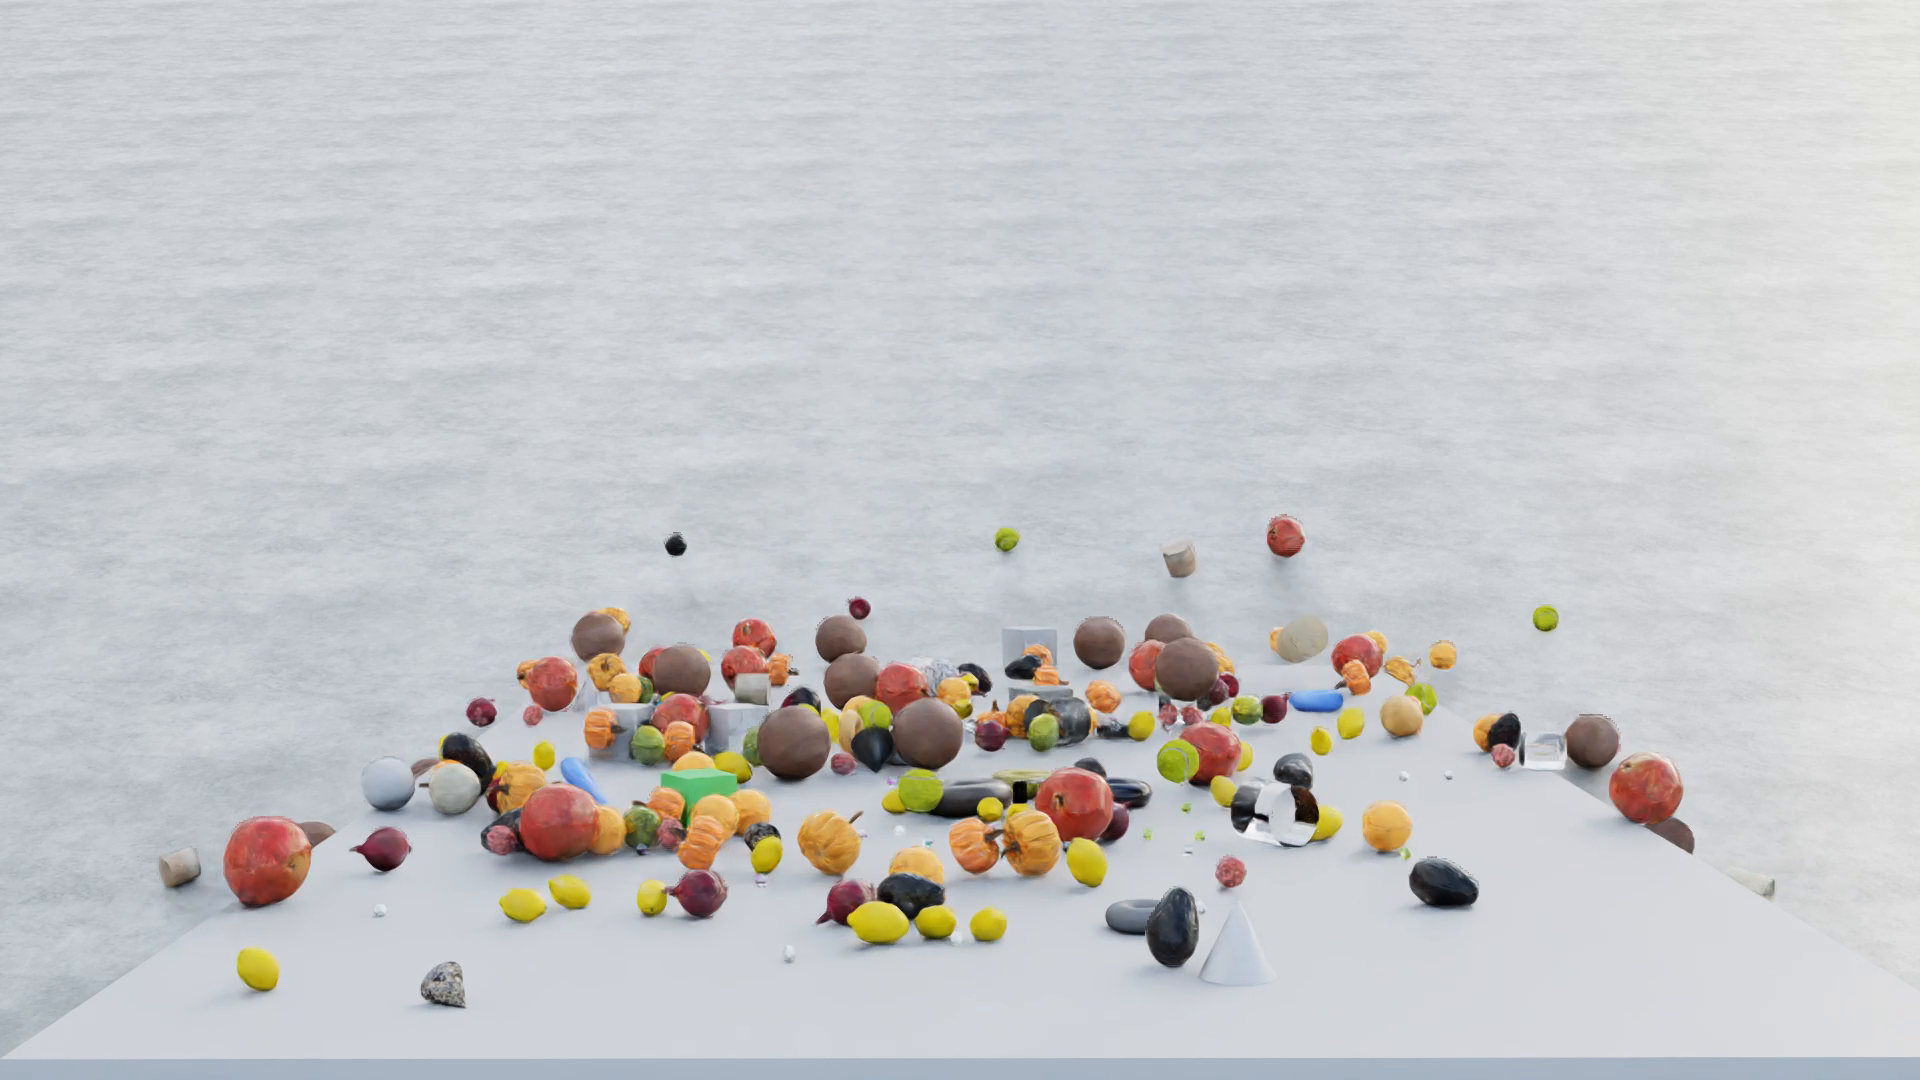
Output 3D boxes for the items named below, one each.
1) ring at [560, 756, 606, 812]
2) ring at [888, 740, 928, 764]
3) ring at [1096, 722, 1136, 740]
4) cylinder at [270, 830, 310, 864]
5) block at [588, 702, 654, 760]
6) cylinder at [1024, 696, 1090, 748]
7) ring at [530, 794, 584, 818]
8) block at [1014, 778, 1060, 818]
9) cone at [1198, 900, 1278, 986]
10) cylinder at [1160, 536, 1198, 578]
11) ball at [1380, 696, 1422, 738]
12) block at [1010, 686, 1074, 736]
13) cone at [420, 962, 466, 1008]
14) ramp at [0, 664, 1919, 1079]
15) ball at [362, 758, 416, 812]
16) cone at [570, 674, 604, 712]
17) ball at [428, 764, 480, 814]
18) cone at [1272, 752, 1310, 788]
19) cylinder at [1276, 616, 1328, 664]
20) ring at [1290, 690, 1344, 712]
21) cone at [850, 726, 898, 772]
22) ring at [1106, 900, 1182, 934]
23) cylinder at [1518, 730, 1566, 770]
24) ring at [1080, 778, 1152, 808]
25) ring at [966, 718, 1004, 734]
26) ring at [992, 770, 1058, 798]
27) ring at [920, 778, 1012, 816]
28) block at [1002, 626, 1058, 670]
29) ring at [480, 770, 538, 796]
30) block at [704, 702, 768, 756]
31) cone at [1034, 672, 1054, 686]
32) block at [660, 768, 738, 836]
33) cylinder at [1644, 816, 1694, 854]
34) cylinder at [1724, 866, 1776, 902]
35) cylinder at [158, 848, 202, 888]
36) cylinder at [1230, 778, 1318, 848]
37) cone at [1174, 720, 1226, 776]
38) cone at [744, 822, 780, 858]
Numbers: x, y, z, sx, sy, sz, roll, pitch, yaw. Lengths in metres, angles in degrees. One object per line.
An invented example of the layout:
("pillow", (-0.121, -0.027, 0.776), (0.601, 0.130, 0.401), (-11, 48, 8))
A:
("ring", (-0.599, 0.389, 4.088), (0.034, 0.102, 0.102), (-35, 29, -6))
("ring", (-0.114, 0.388, 4.703), (0.109, 0.036, 0.109), (1, 3, 0))
("ring", (0.306, 0.375, 5.054), (0.079, 0.026, 0.079), (-2, 3, 0))
("cylinder", (-1.502, 0.691, 5.770), (0.063, 0.063, 0.063), (-21, 26, -41))
("block", (-0.630, 0.356, 4.793), (0.092, 0.092, 0.092), (1, 3, 15))
("cylinder", (0.187, 0.349, 4.930), (0.091, 0.091, 0.091), (-2, 18, -43))
("ring", (-0.639, 0.422, 4.079), (0.087, 0.029, 0.087), (1, 5, 0))
("block", (0.122, 0.409, 4.090), (0.052, 0.052, 0.052), (-3, 4, -44))
("cone", (0.313, 0.448, 2.899), (0.089, 0.089, 0.089), (0, 3, 0))
("cylinder", (0.620, 0.050, 7.265), (0.084, 0.084, 0.084), (-17, 30, 10))
("ball", (0.861, 0.345, 5.025), (0.081, 0.081, 0.081), (0, 22, 0))
("block", (0.162, 0.340, 5.107), (0.091, 0.091, 0.091), (-2, 3, -35))
("cone", (-0.544, 0.488, 2.763), (0.051, 0.051, 0.051), (-18, 40, -37))
("ramp", (0.051, 0.464, 4.534), (2.000, 0.100, 4.000), (0, 3, 0))
("ball", (-0.916, 0.392, 4.121), (0.085, 0.085, 0.085), (0, 22, 0))
("cone", (-0.801, 0.326, 5.545), (0.078, 0.078, 0.078), (0, 3, 0))
("ball", (-0.801, 0.394, 4.075), (0.081, 0.081, 0.081), (0, 22, 0))
("cone", (0.570, 0.407, 4.355), (0.067, 0.067, 0.067), (-3, 36, -8))
("cylinder", (0.807, 0.236, 6.071), (0.093, 0.093, 0.093), (-8, -13, -19))
("ring", (0.768, 0.345, 5.536), (0.116, 0.039, 0.116), (-1, 3, 0))
("cone", (-0.151, 0.392, 4.589), (0.085, 0.085, 0.085), (-2, 30, -5))
("ring", (0.226, 0.464, 3.171), (0.094, 0.031, 0.094), (-1, 2, 0))
("cylinder", (1.039, 0.376, 4.589), (0.068, 0.068, 0.068), (1, 20, 28))
("ring", (0.253, 0.411, 4.181), (0.119, 0.040, 0.119), (1, 2, 0))
("ring", (0.051, 0.372, 5.132), (0.078, 0.026, 0.078), (-1, 3, 0))
("ring", (0.108, 0.406, 4.290), (0.117, 0.039, 0.117), (-1, 1, 0))
("ring", (0.011, 0.410, 4.099), (0.148, 0.049, 0.148), (-4, 1, 0))
("block", (0.176, 0.271, 6.454), (0.100, 0.100, 0.100), (-2, 3, -33))
("ring", (-0.758, 0.408, 4.319), (0.098, 0.033, 0.098), (-1, 3, 0))
("block", (-0.421, 0.356, 4.843), (0.086, 0.086, 0.086), (-2, 3, -37))
("cone", (0.194, 0.336, 5.900), (0.050, 0.050, 0.050), (0, 29, -1))
("block", (-0.399, 0.400, 3.930), (0.087, 0.087, 0.087), (-2, 3, -33))
("cylinder", (1.137, 0.503, 4.164), (0.088, 0.088, 0.088), (-2, 63, 3))
("cylinder", (1.700, 0.763, 5.559), (0.093, 0.093, 0.093), (15, 27, 33))
("cylinder", (-1.725, 0.724, 5.685), (0.068, 0.068, 0.068), (-20, 29, -41))
("cylinder", (0.464, 0.403, 3.798), (0.092, 0.092, 0.092), (-14, 10, -31))
("cone", (0.423, 0.366, 4.555), (0.093, 0.093, 0.093), (0, 3, 0))
("cone", (-0.287, 0.443, 3.691), (0.053, 0.053, 0.053), (1, 29, 3))
